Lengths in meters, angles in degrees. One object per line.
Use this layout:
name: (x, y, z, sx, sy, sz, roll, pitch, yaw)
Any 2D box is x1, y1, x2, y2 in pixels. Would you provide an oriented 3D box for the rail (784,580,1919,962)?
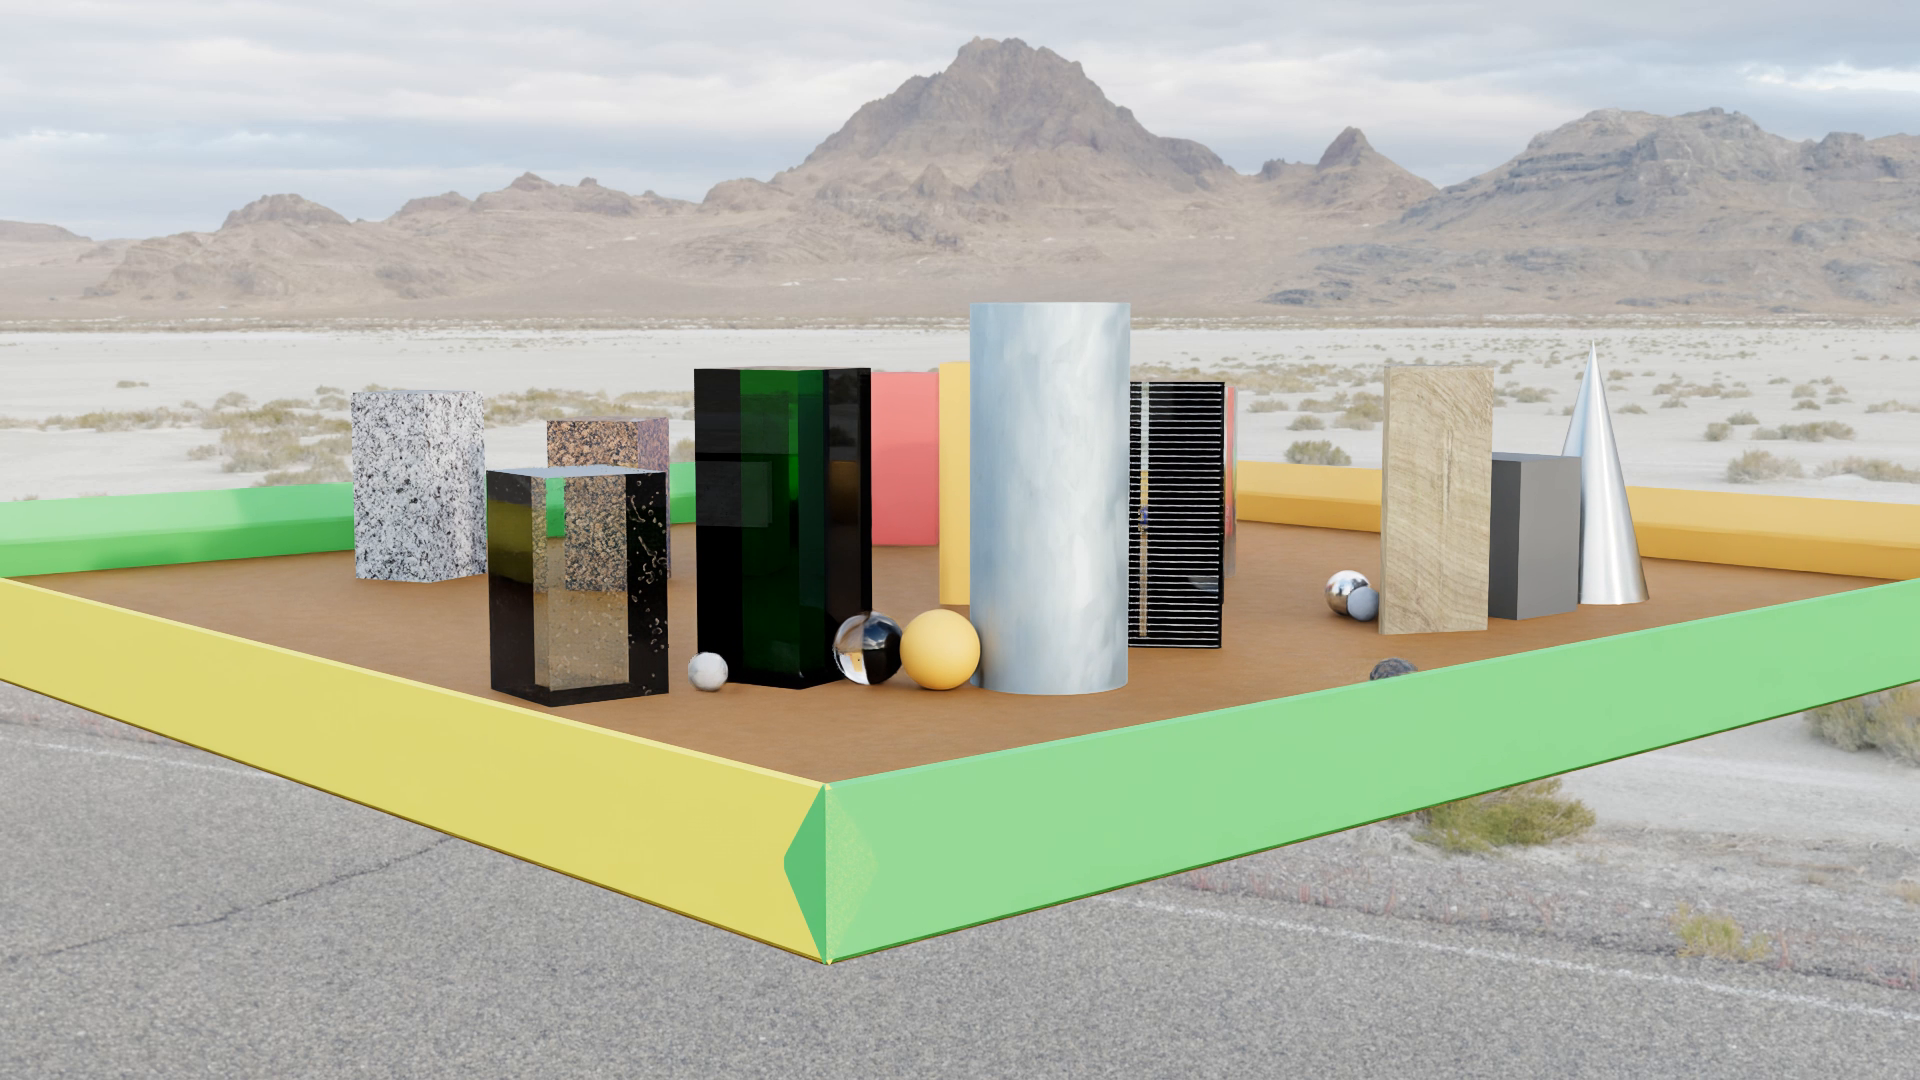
rail: (0.867, 0.131, 2.398, 2.650, 0.123, 0.045, -6, 8, -42)

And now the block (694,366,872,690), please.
block: (-0.212, -0.021, 2.654, 0.151, 0.373, 0.151, 4, 7, 32)

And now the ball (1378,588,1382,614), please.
ball: (0.619, 0.090, 3.192, 0.040, 0.040, 0.040, 0, 6, 0)

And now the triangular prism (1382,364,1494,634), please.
triangular prism: (0.634, -0.062, 3.079, 0.164, 0.365, 0.142, -2, 6, -17)

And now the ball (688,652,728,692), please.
ball: (-0.293, 0.153, 2.562, 0.046, 0.046, 0.046, 0, 6, 0)

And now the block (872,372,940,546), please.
block: (-0.113, -0.158, 4.201, 0.151, 0.321, 0.151, 1, 6, 6)

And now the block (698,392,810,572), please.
block: (-0.353, -0.102, 3.794, 0.151, 0.295, 0.151, 1, 6, 12)

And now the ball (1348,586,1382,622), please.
ball: (0.576, 0.091, 3.129, 0.050, 0.050, 0.050, 0, 6, 0)

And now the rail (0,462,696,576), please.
rail: (-0.867, -0.067, 4.267, 2.650, 0.123, 0.045, -6, 8, -42)

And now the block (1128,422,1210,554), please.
block: (0.371, -0.099, 4.066, 0.151, 0.231, 0.151, 2, 6, 16)

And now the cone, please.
cone: (0.969, -0.110, 3.387, 0.189, 0.396, 0.189, 0, 6, 0)

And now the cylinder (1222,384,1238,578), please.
cylinder: (0.368, -0.100, 3.676, 0.189, 0.315, 0.189, 0, 6, 0)

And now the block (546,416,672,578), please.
block: (-0.567, -0.064, 3.565, 0.151, 0.266, 0.151, 1, 6, 11)

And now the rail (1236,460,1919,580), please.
rail: (0.956, -0.061, 4.210, 0.045, 0.123, 2.605, -6, 8, -42)

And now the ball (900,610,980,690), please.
ball: (-0.023, 0.128, 2.568, 0.095, 0.095, 0.095, 0, 6, 0)

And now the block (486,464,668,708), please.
block: (-0.444, 0.048, 2.549, 0.151, 0.257, 0.151, -5, 8, -37)

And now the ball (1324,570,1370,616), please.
ball: (0.561, 0.077, 3.183, 0.067, 0.067, 0.067, 0, 6, 0)

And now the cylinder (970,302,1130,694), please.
cylinder: (0.106, -0.055, 2.608, 0.189, 0.450, 0.189, 0, 6, 0)

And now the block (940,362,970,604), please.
block: (0.055, -0.090, 3.360, 0.151, 0.362, 0.151, 1, 6, 8)

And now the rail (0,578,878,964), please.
rail: (-0.956, 0.125, 2.455, 0.045, 0.123, 2.605, -6, 8, -42)

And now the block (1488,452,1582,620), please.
block: (0.803, -0.009, 3.237, 0.151, 0.227, 0.151, -5, 8, -41)

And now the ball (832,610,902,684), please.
ball: (-0.107, 0.127, 2.607, 0.087, 0.087, 0.087, 0, 6, 0)

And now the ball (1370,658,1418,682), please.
ball: (0.486, 0.159, 2.465, 0.055, 0.055, 0.055, 0, 6, 0)

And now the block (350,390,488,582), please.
block: (-0.898, -0.093, 3.656, 0.151, 0.306, 0.151, 3, 7, 26)

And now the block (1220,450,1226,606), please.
block: (0.295, -0.016, 3.273, 0.151, 0.232, 0.151, 3, 7, 28)

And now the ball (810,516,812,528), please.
ball: (-0.324, -0.034, 4.102, 0.094, 0.094, 0.094, 0, 6, 0)

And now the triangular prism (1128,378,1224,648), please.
triangular prism: (0.269, -0.040, 2.944, 0.164, 0.349, 0.142, 1, 6, 7)
